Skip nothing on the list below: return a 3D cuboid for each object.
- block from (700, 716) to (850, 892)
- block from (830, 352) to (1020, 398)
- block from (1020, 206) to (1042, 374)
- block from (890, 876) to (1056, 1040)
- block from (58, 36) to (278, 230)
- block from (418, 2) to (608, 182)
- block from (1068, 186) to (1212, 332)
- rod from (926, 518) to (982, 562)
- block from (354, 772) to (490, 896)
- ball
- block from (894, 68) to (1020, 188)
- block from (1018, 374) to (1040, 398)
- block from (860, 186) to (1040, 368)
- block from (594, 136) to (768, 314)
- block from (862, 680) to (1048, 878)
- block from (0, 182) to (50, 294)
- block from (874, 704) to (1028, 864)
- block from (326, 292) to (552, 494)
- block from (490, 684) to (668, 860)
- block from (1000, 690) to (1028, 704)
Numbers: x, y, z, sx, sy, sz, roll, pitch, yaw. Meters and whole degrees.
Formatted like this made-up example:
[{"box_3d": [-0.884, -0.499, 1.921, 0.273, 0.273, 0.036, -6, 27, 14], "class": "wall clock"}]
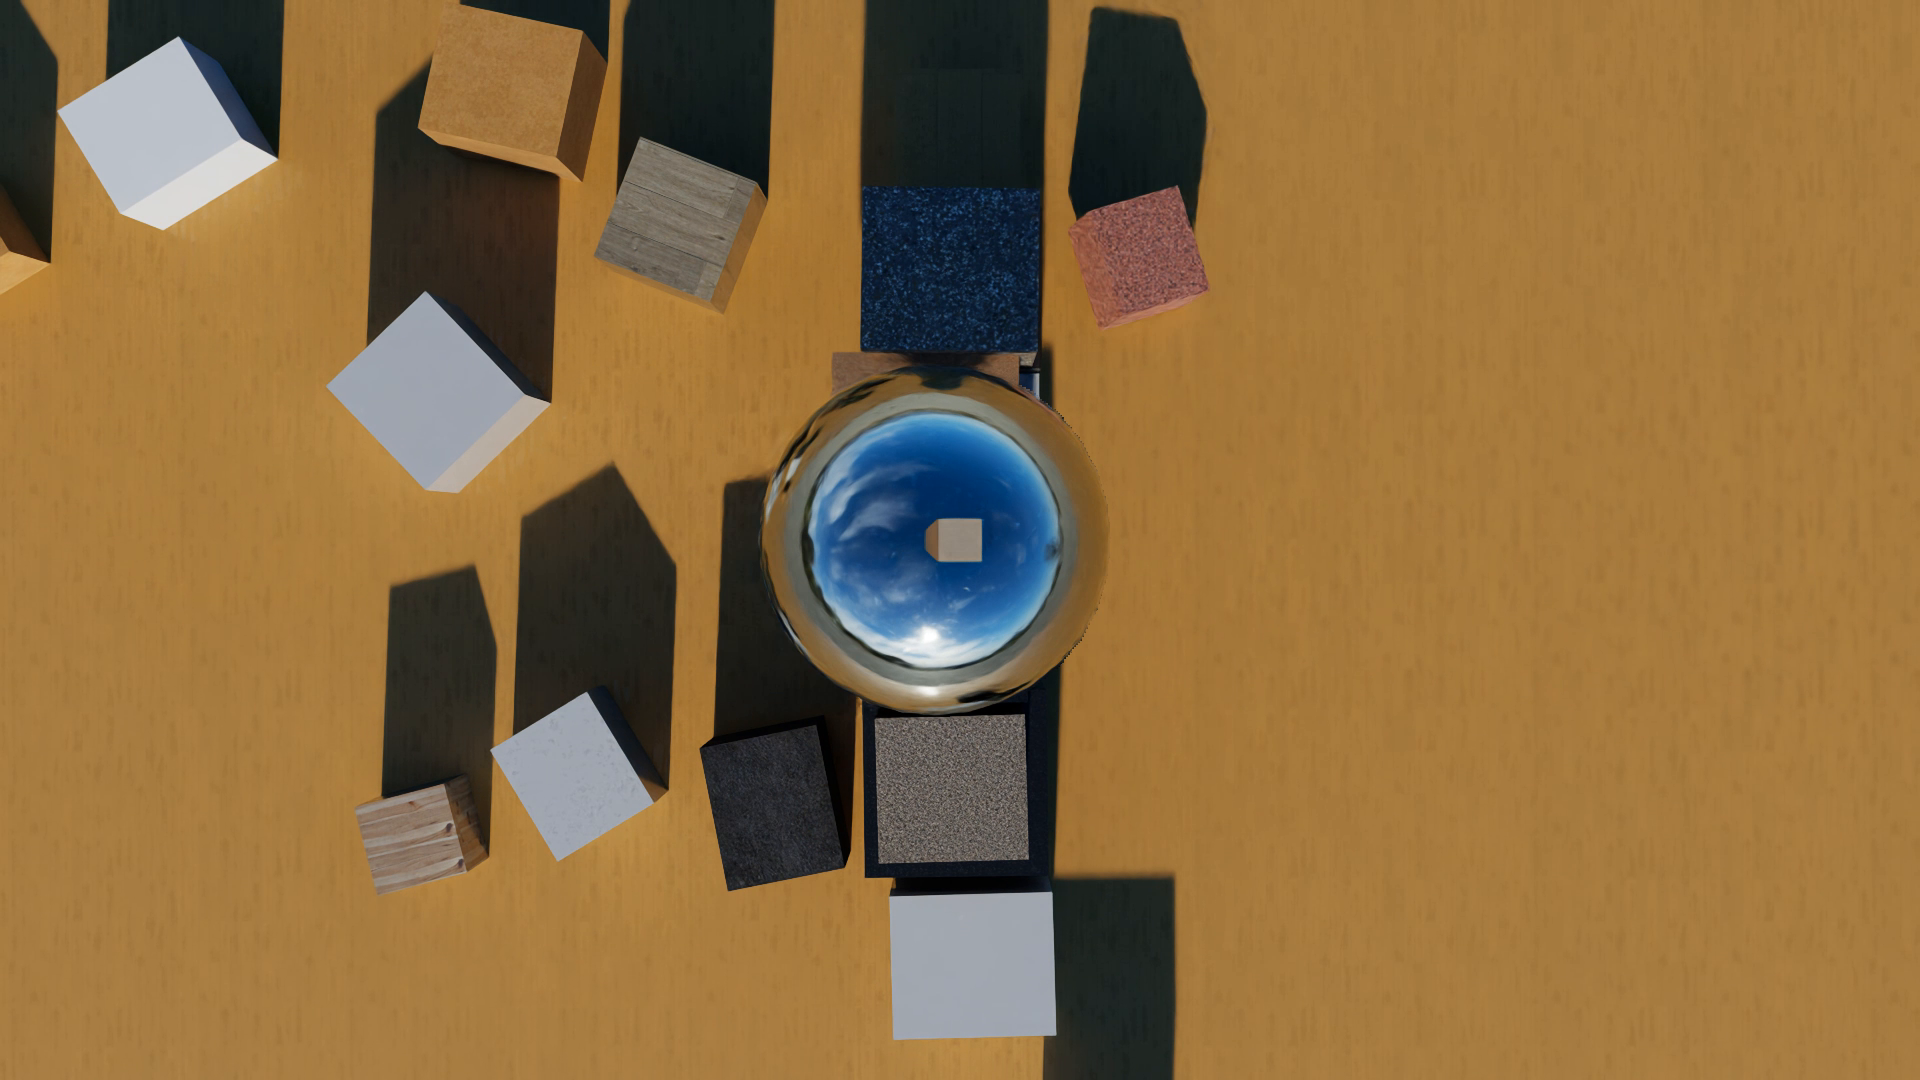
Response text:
[{"box_3d": [-1.051, 1.499, 12.646, 0.667, 0.708, 0.816, -11, 90, 0], "class": "block"}, {"box_3d": [-0.182, -0.432, 11.702, 0.962, 0.970, 0.875, 1, 78, 0], "class": "block"}, {"box_3d": [0.000, -1.381, 12.515, 0.896, 0.971, 0.883, 0, 90, 0], "class": "block"}, {"box_3d": [0.070, 2.337, 12.533, 0.895, 0.935, 0.786, -2, 90, 0], "class": "block"}, {"box_3d": [-4.546, -2.328, 12.667, 0.800, 0.666, 0.675, -32, 90, 0], "class": "block"}, {"box_3d": [-2.538, -2.545, 12.572, 0.781, 0.856, 0.715, 12, 90, 0], "class": "block"}, {"box_3d": [1.028, -1.618, 12.689, 0.547, 0.514, 0.624, -17, 89, -12], "class": "block"}, {"box_3d": [-0.051, 0.000, 6.628, 0.080, 5.200, 0.080, 0, 90, -1], "class": "rod"}, {"box_3d": [-3.102, 1.693, 12.709, 0.524, 0.583, 0.518, -15, 90, 0], "class": "block"}, {"box_3d": [-0.118, 0.000, 10.028, 1.600, 1.600, 1.600, 0, 90, 0], "class": "ball"}, {"box_3d": [-0.016, -2.234, 12.654, 0.714, 0.692, 0.808, 0, 90, 0], "class": "block"}, {"box_3d": [0.005, -0.525, 12.634, 0.874, 0.732, 0.808, 0, 90, 0], "class": "block"}, {"box_3d": [-0.051, -1.367, 11.567, 0.896, 0.916, 0.822, 1, 89, 0], "class": "block"}, {"box_3d": [-1.593, -1.794, 12.647, 0.700, 0.707, 0.719, 21, 90, 0], "class": "block"}, {"box_3d": [-0.025, 1.338, 12.536, 1.011, 0.929, 1.022, -1, 90, 0], "class": "block"}, {"box_3d": [-5.783, -1.760, 12.717, 0.562, 0.565, 0.645, -32, 90, 0], "class": "block"}, {"box_3d": [-0.042, 1.283, 11.705, 0.774, 0.734, 0.748, -2, 90, 0], "class": "block"}, {"box_3d": [-2.968, -0.830, 12.604, 0.766, 0.792, 0.799, -44, 90, 0], "class": "block"}, {"box_3d": [-2.184, 1.332, 12.690, 0.636, 0.621, 0.735, -31, 90, 0], "class": "block"}, {"box_3d": [-0.063, 0.494, 11.741, 0.821, 0.716, 0.759, -1, 85, 0], "class": "block"}]
